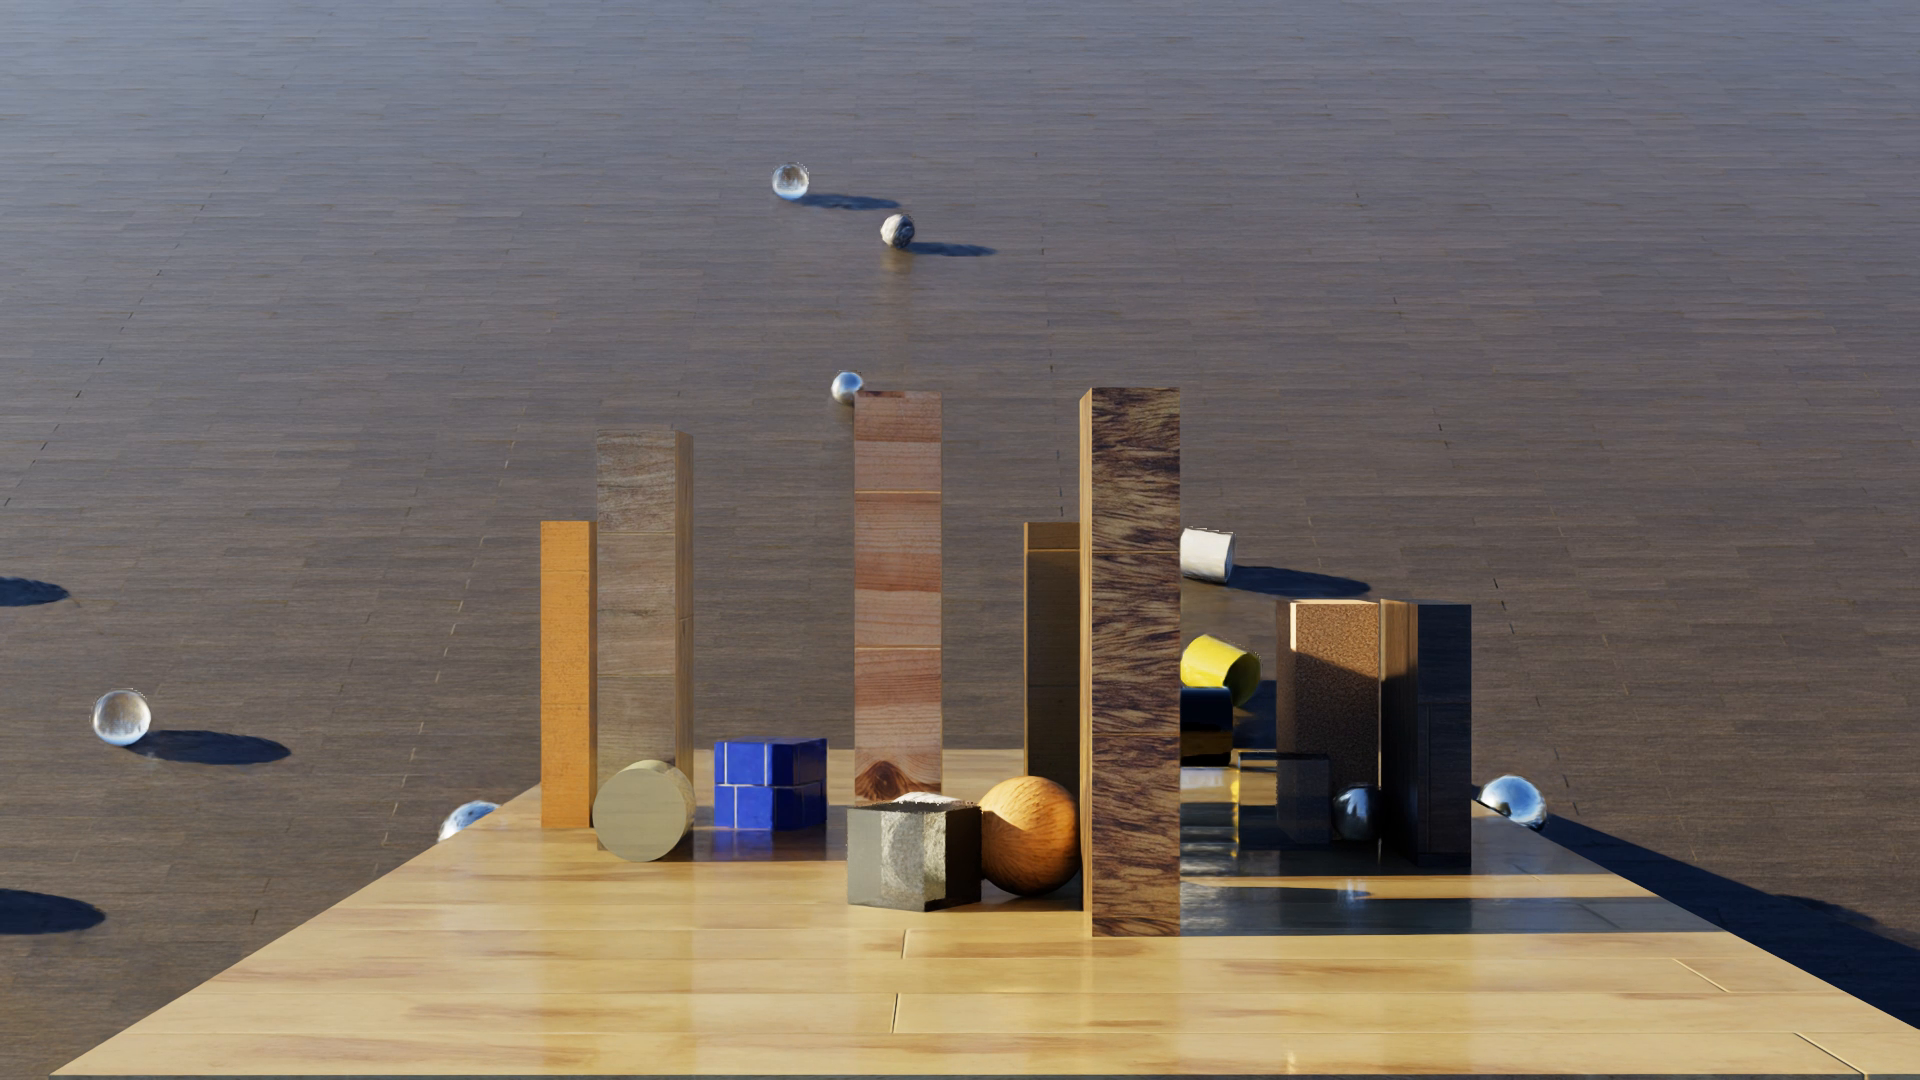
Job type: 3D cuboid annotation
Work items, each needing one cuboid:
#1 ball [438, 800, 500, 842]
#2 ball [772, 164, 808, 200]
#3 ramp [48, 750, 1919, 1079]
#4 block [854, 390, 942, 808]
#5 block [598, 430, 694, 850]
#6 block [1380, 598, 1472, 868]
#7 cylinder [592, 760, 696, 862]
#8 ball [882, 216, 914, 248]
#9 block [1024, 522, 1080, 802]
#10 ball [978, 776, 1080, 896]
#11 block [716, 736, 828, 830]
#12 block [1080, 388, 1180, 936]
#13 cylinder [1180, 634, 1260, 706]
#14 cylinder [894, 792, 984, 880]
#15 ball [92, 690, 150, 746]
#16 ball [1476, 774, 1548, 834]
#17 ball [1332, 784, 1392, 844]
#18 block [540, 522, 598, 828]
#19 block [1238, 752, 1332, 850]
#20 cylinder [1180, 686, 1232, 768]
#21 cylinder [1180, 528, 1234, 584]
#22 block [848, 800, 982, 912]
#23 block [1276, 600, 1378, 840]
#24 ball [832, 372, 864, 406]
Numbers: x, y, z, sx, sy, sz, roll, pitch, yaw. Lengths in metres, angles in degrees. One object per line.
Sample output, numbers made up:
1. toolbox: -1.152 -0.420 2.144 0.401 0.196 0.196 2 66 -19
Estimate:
1. ball: -1.098 0.693 5.913 0.192 0.192 0.192 0 30 0
2. ball: -0.663 -1.392 10.075 0.142 0.142 0.142 0 30 0
3. ramp: 0.066 0.592 4.646 2.000 0.100 4.000 0 0 0
4. block: -0.100 0.152 4.356 0.138 0.782 0.426 0 0 0
5. block: -0.566 0.174 4.675 0.136 0.736 0.311 0 0 0
6. block: 0.804 0.324 4.477 0.089 0.436 0.374 0 0 0
7. cylinder: -0.540 0.464 4.440 0.159 0.159 0.159 0 0 0
8. ball: -0.232 -1.152 9.670 0.124 0.124 0.124 0 30 0
9. block: 0.176 0.255 4.863 0.103 0.574 0.283 0 0 0
10. ball: 0.106 0.452 3.950 0.184 0.184 0.184 0 30 0
11. block: -0.359 0.462 4.934 0.161 0.161 0.161 0 0 20
12. block: 0.241 0.167 3.723 0.121 0.754 0.348 0 0 0
13. cylinder: 0.702 0.353 6.980 0.153 0.153 0.153 -24 33 -36
14. cylinder: -0.036 0.472 4.060 0.143 0.143 0.143 -17 8 -27
15. ball: -2.204 0.467 6.797 0.148 0.148 0.148 0 30 0
16. ball: 1.163 0.572 5.465 0.151 0.151 0.151 0 30 0
17. ball: 0.705 0.483 4.556 0.107 0.107 0.107 0 30 0
18. block: -0.745 0.253 5.065 0.090 0.578 0.374 0 0 0
19. block: 0.576 0.463 4.597 0.158 0.158 0.158 0 0 5
20. cylinder: 0.537 0.442 6.120 0.190 0.190 0.190 1 30 -2
21. cylinder: 0.718 0.046 7.546 0.139 0.139 0.139 9 31 15
22. block: -0.068 0.472 3.877 0.143 0.143 0.143 0 0 36
23. block: 0.681 0.328 4.815 0.150 0.427 0.284 0 0 0
24. ball: -0.369 -0.500 8.537 0.111 0.111 0.111 0 30 0
